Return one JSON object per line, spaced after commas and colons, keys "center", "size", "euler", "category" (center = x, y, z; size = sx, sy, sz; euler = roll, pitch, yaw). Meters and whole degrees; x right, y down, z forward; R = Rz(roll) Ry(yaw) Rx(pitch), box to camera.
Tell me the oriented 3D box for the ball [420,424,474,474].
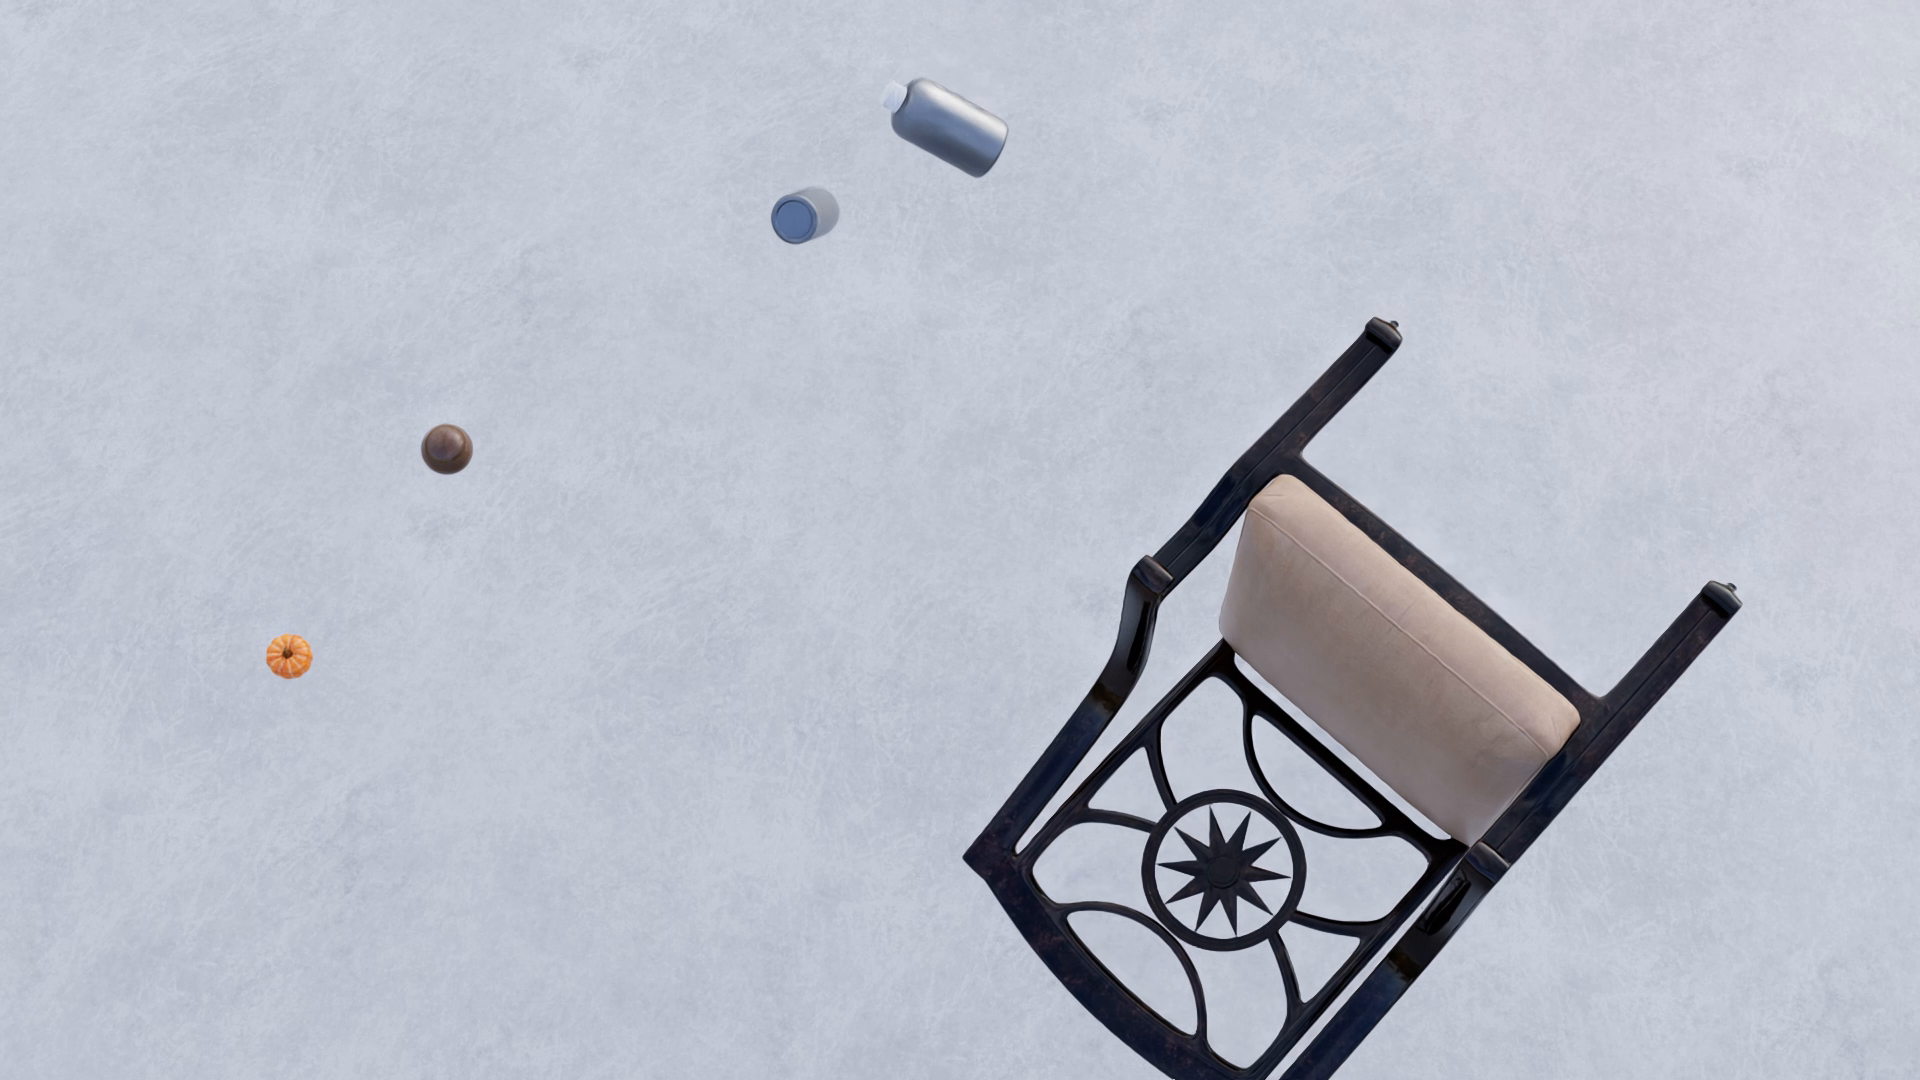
{"center": [-0.829, -0.147, 3.552], "size": [0.083, 0.083, 0.083], "euler": [0, 56, 0], "category": "ball"}
